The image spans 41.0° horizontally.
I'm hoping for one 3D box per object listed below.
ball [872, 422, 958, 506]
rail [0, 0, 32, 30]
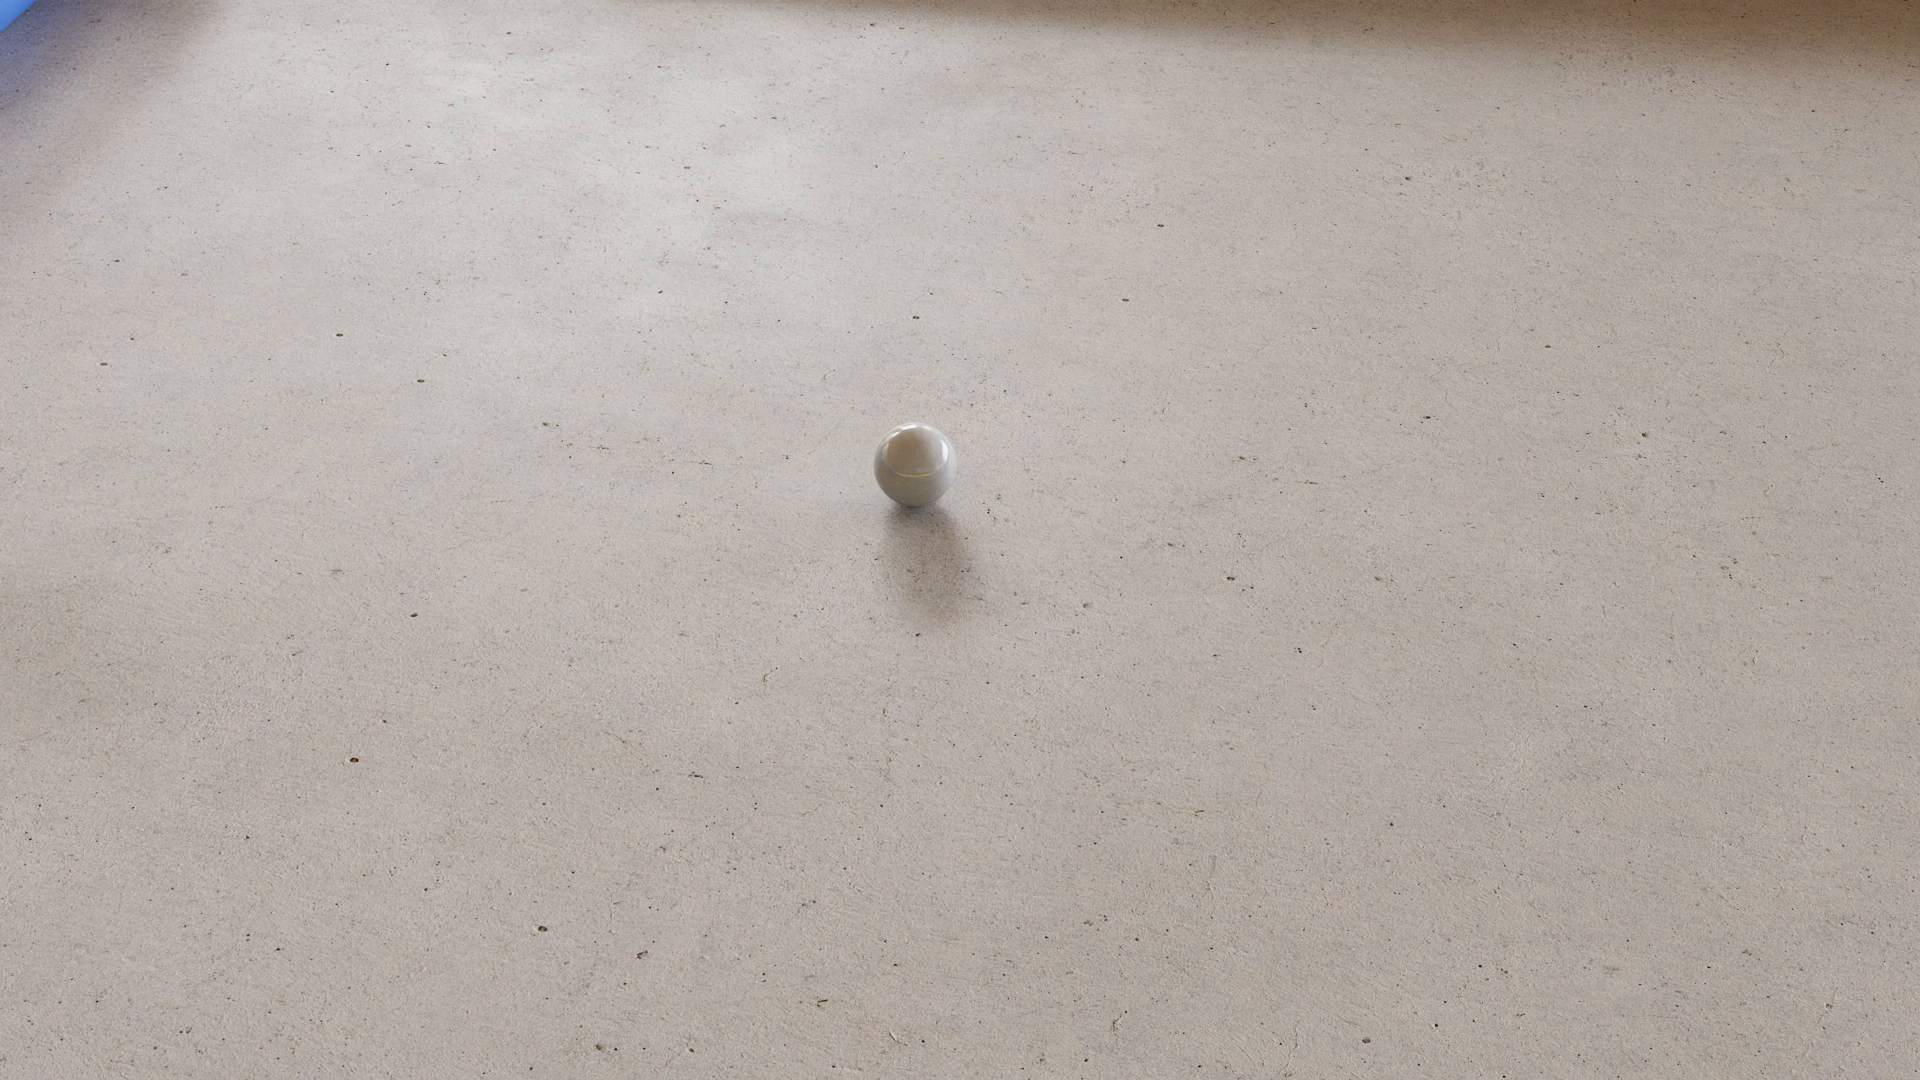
[{"bbox_3d":[-0.032,-0.053,1.803,0.059,0.059,0.059,0,35,0],"label":"ball"},{"bbox_3d":[-1.015,-0.114,1.828,0.045,0.128,2.466,5,36,7],"label":"rail"}]
